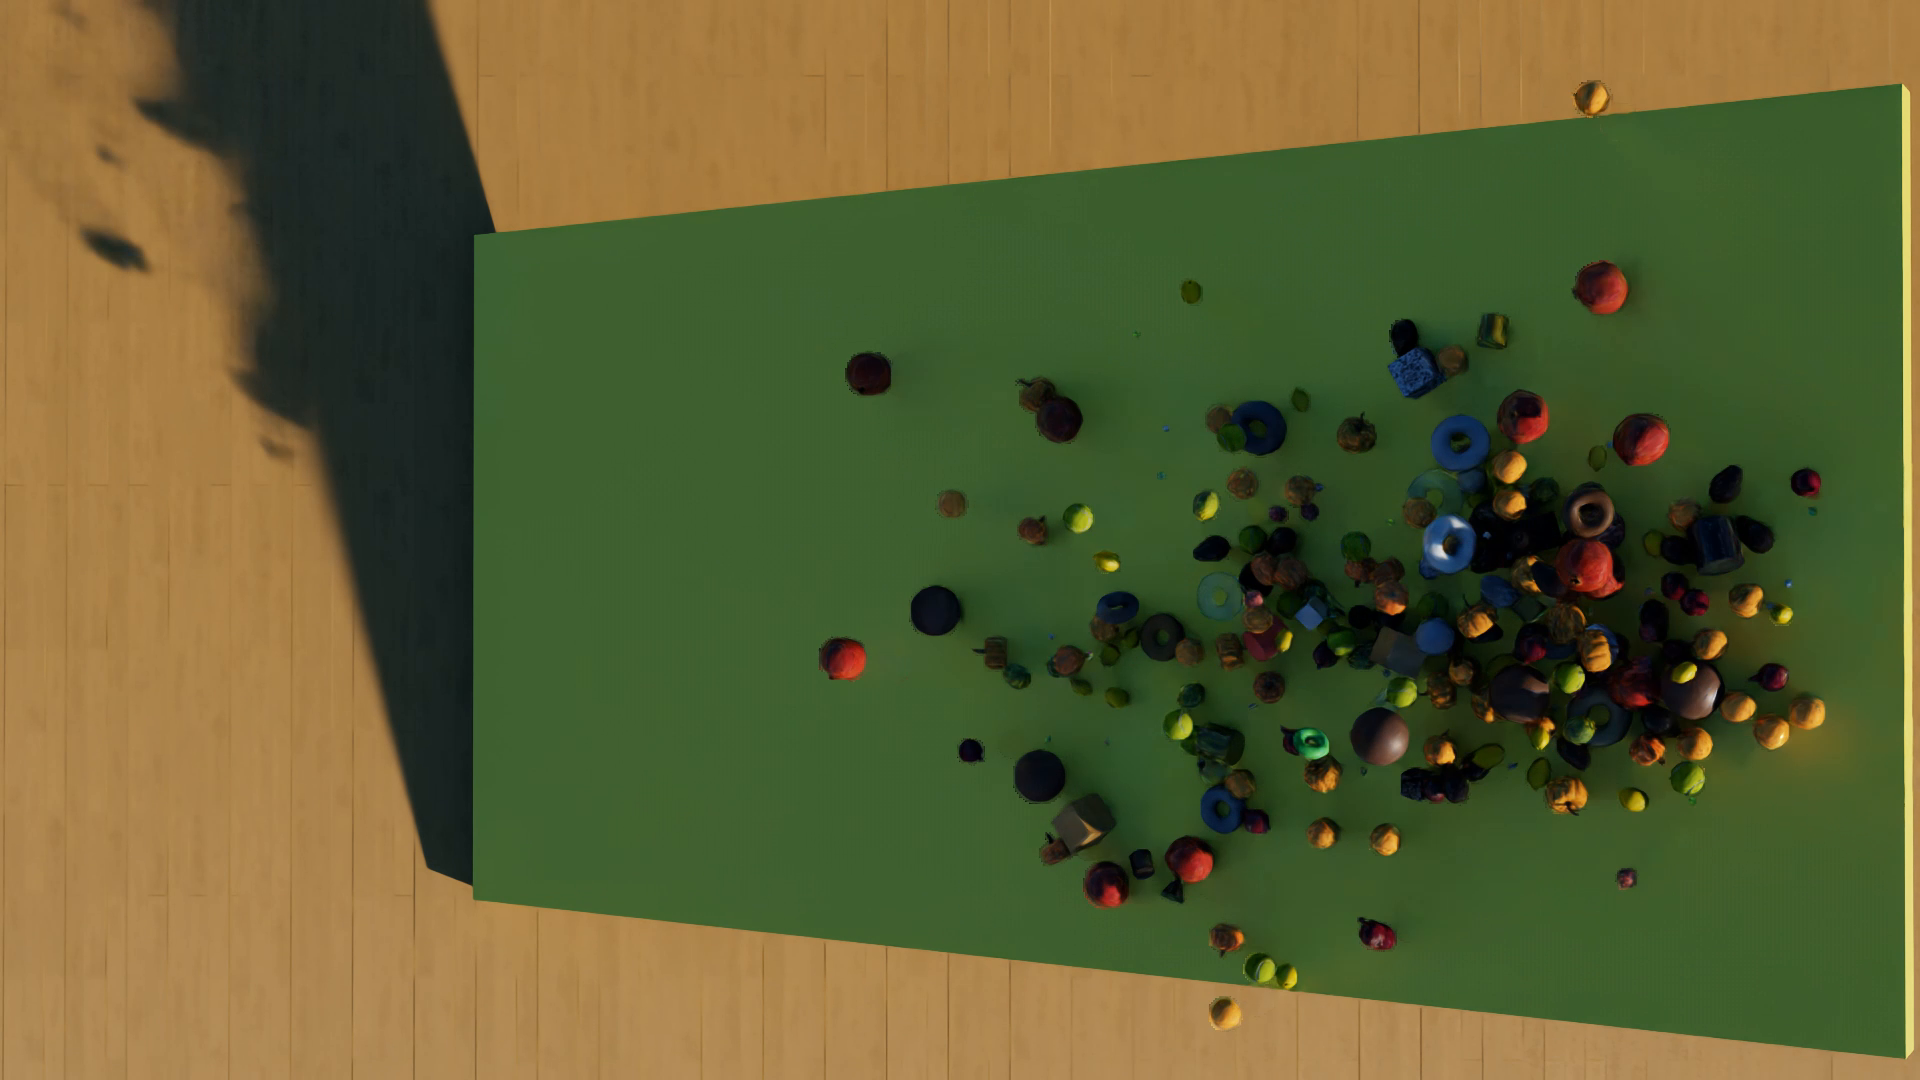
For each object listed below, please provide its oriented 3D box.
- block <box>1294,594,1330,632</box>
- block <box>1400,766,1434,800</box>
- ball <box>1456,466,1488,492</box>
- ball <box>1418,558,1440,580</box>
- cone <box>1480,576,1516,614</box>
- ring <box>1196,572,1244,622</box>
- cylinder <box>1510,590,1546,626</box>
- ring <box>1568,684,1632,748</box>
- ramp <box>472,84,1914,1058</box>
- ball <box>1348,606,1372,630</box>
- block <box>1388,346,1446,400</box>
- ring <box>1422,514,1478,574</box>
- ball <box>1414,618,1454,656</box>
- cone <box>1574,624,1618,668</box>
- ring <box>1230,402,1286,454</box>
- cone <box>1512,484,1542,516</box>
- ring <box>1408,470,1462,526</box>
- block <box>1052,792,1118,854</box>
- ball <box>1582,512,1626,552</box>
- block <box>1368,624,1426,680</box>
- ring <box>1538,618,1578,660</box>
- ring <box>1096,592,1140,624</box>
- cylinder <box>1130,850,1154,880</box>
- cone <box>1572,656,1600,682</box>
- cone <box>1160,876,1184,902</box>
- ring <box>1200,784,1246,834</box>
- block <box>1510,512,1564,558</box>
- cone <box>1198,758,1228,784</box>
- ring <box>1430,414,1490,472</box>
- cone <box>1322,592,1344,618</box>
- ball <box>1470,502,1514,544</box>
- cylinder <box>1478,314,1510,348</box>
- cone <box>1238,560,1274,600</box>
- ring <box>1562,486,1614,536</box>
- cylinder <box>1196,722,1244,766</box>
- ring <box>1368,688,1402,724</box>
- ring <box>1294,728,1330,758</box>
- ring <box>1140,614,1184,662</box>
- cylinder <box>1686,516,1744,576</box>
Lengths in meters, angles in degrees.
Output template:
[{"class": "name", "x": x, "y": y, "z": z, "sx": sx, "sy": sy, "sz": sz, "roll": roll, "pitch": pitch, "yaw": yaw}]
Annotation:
[{"class": "block", "x": 0.815, "y": 0.169, "z": 5.080, "sx": 0.052, "sy": 0.052, "sz": 0.052, "roll": 46, "pitch": 127, "yaw": 3}, {"class": "block", "x": 1.042, "y": 0.556, "z": 5.016, "sx": 0.053, "sy": 0.053, "sz": 0.053, "roll": 16, "pitch": 114, "yaw": 38}, {"class": "ball", "x": 1.154, "y": -0.140, "z": 4.955, "sx": 0.067, "sy": 0.067, "sz": 0.067, "roll": 0, "pitch": 89, "yaw": 0}, {"class": "ball", "x": 1.071, "y": 0.064, "z": 5.013, "sx": 0.052, "sy": 0.052, "sz": 0.052, "roll": 0, "pitch": 89, "yaw": 0}, {"class": "cone", "x": 1.165, "y": 0.136, "z": 4.836, "sx": 0.084, "sy": 0.084, "sz": 0.084, "roll": 11, "pitch": 48, "yaw": -12}, {"class": "ring", "x": 0.626, "y": 0.136, "z": 5.295, "sx": 0.123, "sy": 0.041, "sz": 0.123, "roll": 1, "pitch": 92, "yaw": 34}, {"class": "cylinder", "x": 1.264, "y": 0.151, "z": 4.889, "sx": 0.056, "sy": 0.056, "sz": 0.056, "roll": -45, "pitch": 69, "yaw": 0}, {"class": "ring", "x": 1.399, "y": 0.383, "z": 4.810, "sx": 0.140, "sy": 0.047, "sz": 0.140, "roll": -2, "pitch": 86, "yaw": 29}, {"class": "ramp", "x": 0.262, "y": 0.072, "z": 5.605, "sx": 4.000, "sy": 0.100, "sz": 2.000, "roll": 0, "pitch": 89, "yaw": 32}, {"class": "ball", "x": 0.928, "y": 0.179, "z": 5.098, "sx": 0.055, "sy": 0.055, "sz": 0.055, "roll": 0, "pitch": 89, "yaw": 0}, {"class": "block", "x": 1.043, "y": -0.381, "z": 5.017, "sx": 0.083, "sy": 0.083, "sz": 0.083, "roll": -34, "pitch": 72, "yaw": 27}, {"class": "ring", "x": 1.080, "y": 0.010, "z": 4.848, "sx": 0.134, "sy": 0.045, "sz": 0.134, "roll": -1, "pitch": 94, "yaw": -20}, {"class": "ball", "x": 1.061, "y": 0.217, "z": 4.915, "sx": 0.087, "sy": 0.087, "sz": 0.087, "roll": 0, "pitch": 89, "yaw": 0}, {"class": "cone", "x": 1.357, "y": 0.236, "z": 4.770, "sx": 0.096, "sy": 0.096, "sz": 0.096, "roll": 5, "pitch": 78, "yaw": -22}, {"class": "ring", "x": 0.708, "y": -0.266, "z": 5.223, "sx": 0.137, "sy": 0.046, "sz": 0.137, "roll": 12, "pitch": 123, "yaw": 20}, {"class": "cone", "x": 1.247, "y": -0.087, "z": 4.889, "sx": 0.072, "sy": 0.072, "sz": 0.072, "roll": 4, "pitch": 96, "yaw": 39}, {"class": "ring", "x": 1.082, "y": -0.094, "z": 5.013, "sx": 0.132, "sy": 0.044, "sz": 0.132, "roll": 2, "pitch": 94, "yaw": 33}, {"class": "block", "x": 0.308, "y": 0.701, "z": 5.438, "sx": 0.095, "sy": 0.095, "sz": 0.095, "roll": -14, "pitch": 62, "yaw": -41}, {"class": "ball", "x": 1.400, "y": -0.021, "z": 4.785, "sx": 0.095, "sy": 0.095, "sz": 0.095, "roll": 0, "pitch": 89, "yaw": 0}, {"class": "block", "x": 0.998, "y": 0.254, "z": 4.995, "sx": 0.087, "sy": 0.087, "sz": 0.087, "roll": 20, "pitch": 94, "yaw": -14}, {"class": "ring", "x": 1.307, "y": 0.217, "z": 4.814, "sx": 0.092, "sy": 0.031, "sz": 0.092, "roll": -3, "pitch": 85, "yaw": 39}, {"class": "ring", "x": 0.387, "y": 0.166, "z": 5.400, "sx": 0.107, "sy": 0.107, "sz": 0.036, "roll": -13, "pitch": 125, "yaw": 0}, {"class": "cylinder", "x": 0.446, "y": 0.794, "z": 5.384, "sx": 0.052, "sy": 0.052, "sz": 0.052, "roll": -10, "pitch": 50, "yaw": 0}, {"class": "cone", "x": 1.365, "y": 0.283, "z": 4.822, "sx": 0.064, "sy": 0.064, "sz": 0.064, "roll": 0, "pitch": 90, "yaw": 32}, {"class": "cone", "x": 0.527, "y": 0.842, "z": 5.355, "sx": 0.061, "sy": 0.061, "sz": 0.061, "roll": 23, "pitch": 69, "yaw": 0}, {"class": "ring", "x": 0.633, "y": 0.646, "z": 5.289, "sx": 0.118, "sy": 0.039, "sz": 0.118, "roll": 1, "pitch": 91, "yaw": 32}, {"class": "block", "x": 1.276, "y": -0.012, "z": 4.865, "sx": 0.076, "sy": 0.076, "sz": 0.076, "roll": -20, "pitch": 84, "yaw": 35}, {"class": "cone", "x": 0.589, "y": 0.543, "z": 5.285, "sx": 0.080, "sy": 0.080, "sz": 0.080, "roll": -8, "pitch": 76, "yaw": 34}, {"class": "ring", "x": 1.123, "y": -0.217, "z": 4.933, "sx": 0.132, "sy": 0.044, "sz": 0.132, "roll": -3, "pitch": 79, "yaw": 17}, {"class": "cone", "x": 0.849, "y": 0.167, "z": 5.124, "sx": 0.066, "sy": 0.066, "sz": 0.066, "roll": -39, "pitch": 90, "yaw": 23}, {"class": "ball", "x": 1.188, "y": -0.040, "z": 4.917, "sx": 0.095, "sy": 0.095, "sz": 0.095, "roll": 0, "pitch": 89, "yaw": 0}, {"class": "cylinder", "x": 1.196, "y": -0.467, "z": 4.929, "sx": 0.064, "sy": 0.064, "sz": 0.064, "roll": 10, "pitch": 84, "yaw": 0}, {"class": "cone", "x": 0.683, "y": 0.096, "z": 5.227, "sx": 0.094, "sy": 0.094, "sz": 0.094, "roll": 1, "pitch": 91, "yaw": 35}, {"class": "ring", "x": 1.321, "y": -0.059, "z": 4.628, "sx": 0.108, "sy": 0.036, "sz": 0.108, "roll": 2, "pitch": 102, "yaw": 9}, {"class": "cylinder", "x": 0.622, "y": 0.488, "z": 5.258, "sx": 0.085, "sy": 0.085, "sz": 0.085, "roll": 15, "pitch": 89, "yaw": 36}, {"class": "ring", "x": 0.975, "y": 0.380, "z": 5.049, "sx": 0.033, "sy": 0.098, "sz": 0.098, "roll": 39, "pitch": 90, "yaw": -10}, {"class": "ring", "x": 0.774, "y": 0.447, "z": 4.845, "sx": 0.083, "sy": 0.083, "sz": 0.028, "roll": 15, "pitch": 132, "yaw": 0}, {"class": "ring", "x": 0.495, "y": 0.239, "z": 5.378, "sx": 0.117, "sy": 0.039, "sz": 0.117, "roll": 0, "pitch": 90, "yaw": 31}, {"class": "cylinder", "x": 1.595, "y": 0.013, "z": 4.644, "sx": 0.097, "sy": 0.097, "sz": 0.097, "roll": -8, "pitch": 66, "yaw": 0}]
